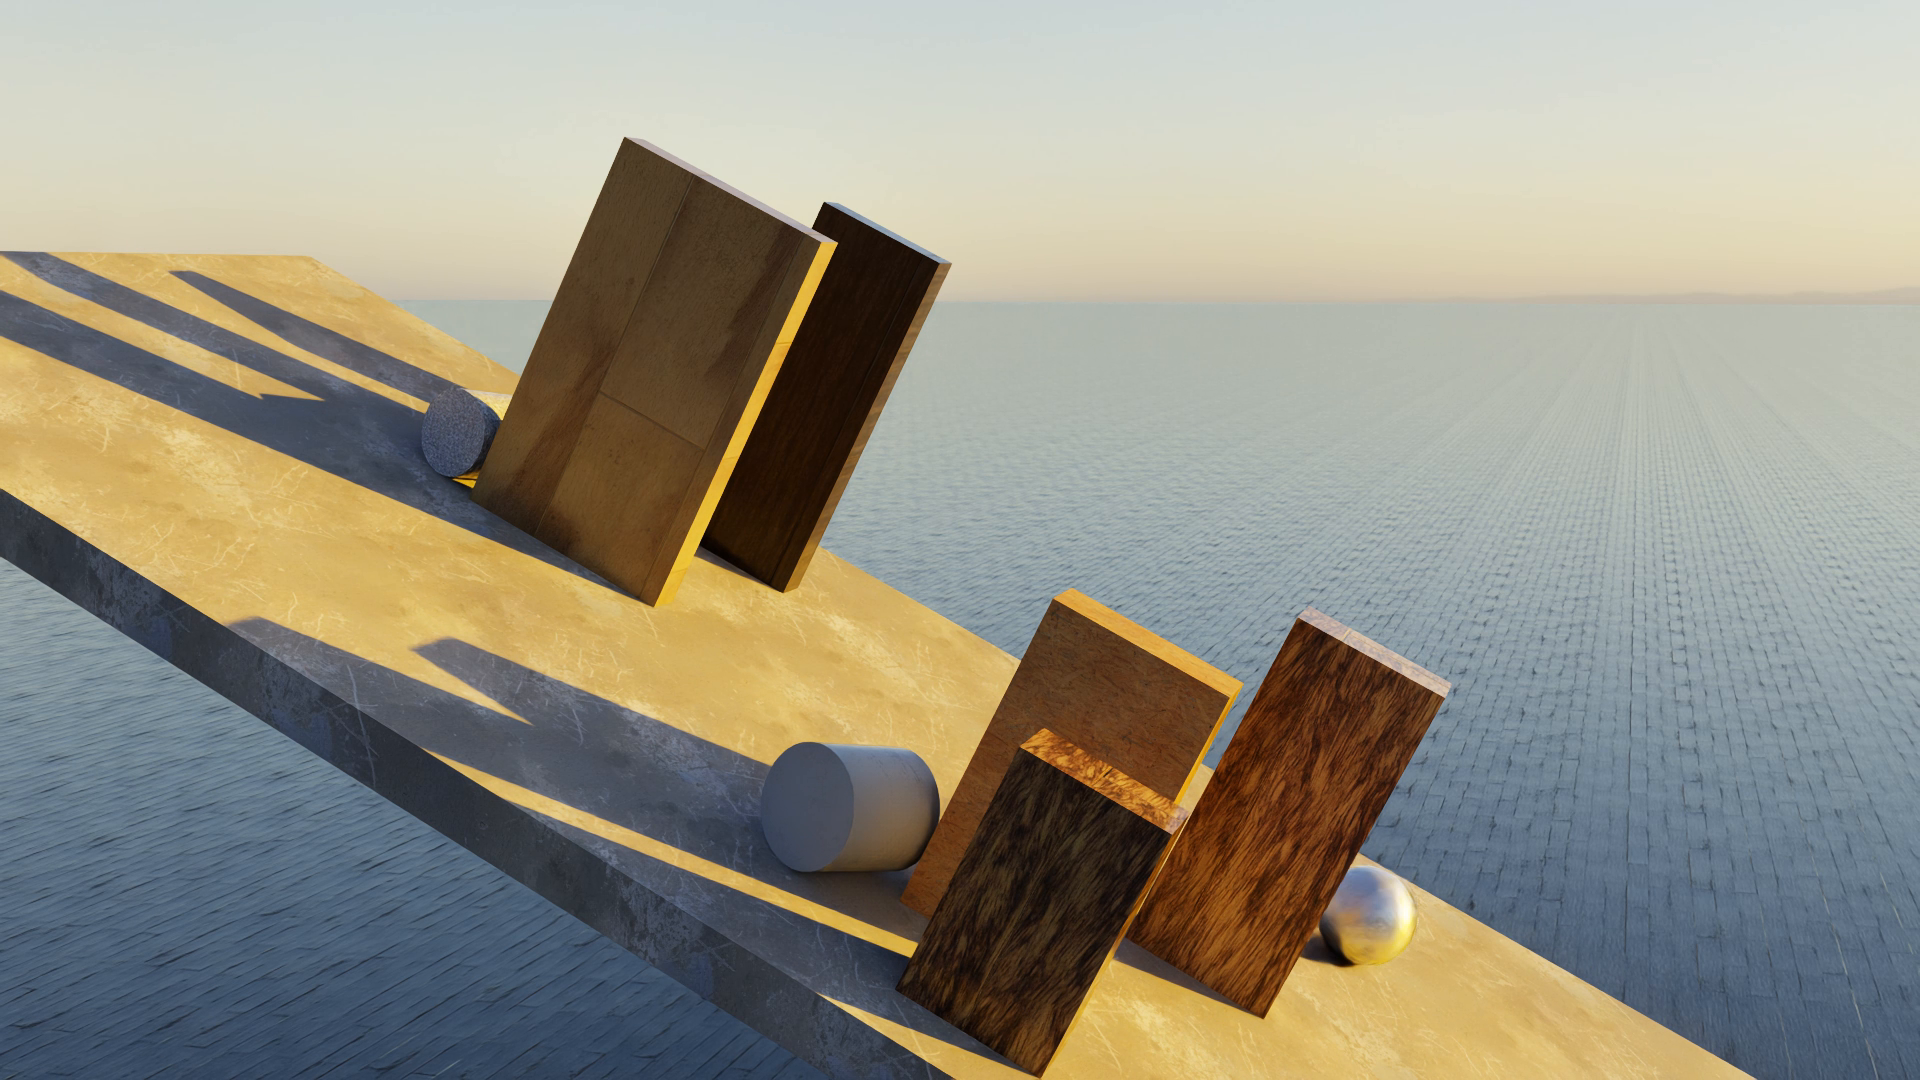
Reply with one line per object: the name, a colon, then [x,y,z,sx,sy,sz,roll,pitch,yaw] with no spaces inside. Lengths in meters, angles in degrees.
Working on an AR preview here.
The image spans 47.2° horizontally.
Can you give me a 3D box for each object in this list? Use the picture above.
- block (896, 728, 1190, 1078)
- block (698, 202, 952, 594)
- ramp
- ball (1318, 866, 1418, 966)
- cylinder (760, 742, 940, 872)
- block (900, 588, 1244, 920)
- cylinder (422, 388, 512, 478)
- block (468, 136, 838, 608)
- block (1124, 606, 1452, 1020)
block: [0.121,0.531,3.230,0.249,0.422,0.135,29,14,12]
block: [-0.320,-0.302,4.711,0.285,0.790,0.088,29,14,12]
ramp: [-0.239,0.400,4.156,4.000,0.100,2.000,29,14,12]
ball: [0.780,0.720,4.215,0.190,0.190,0.190,0,7,0]
cylinder: [-0.175,0.429,3.528,0.204,0.204,0.204,6,-2,41]
block: [0.174,0.403,3.497,0.312,0.563,0.121,29,14,12]
cylinder: [-0.970,-0.213,4.494,0.179,0.179,0.179,5,0,33]
block: [-0.605,-0.323,4.277,0.448,0.788,0.087,29,14,12]
block: [0.562,0.468,3.787,0.274,0.646,0.134,29,14,12]
